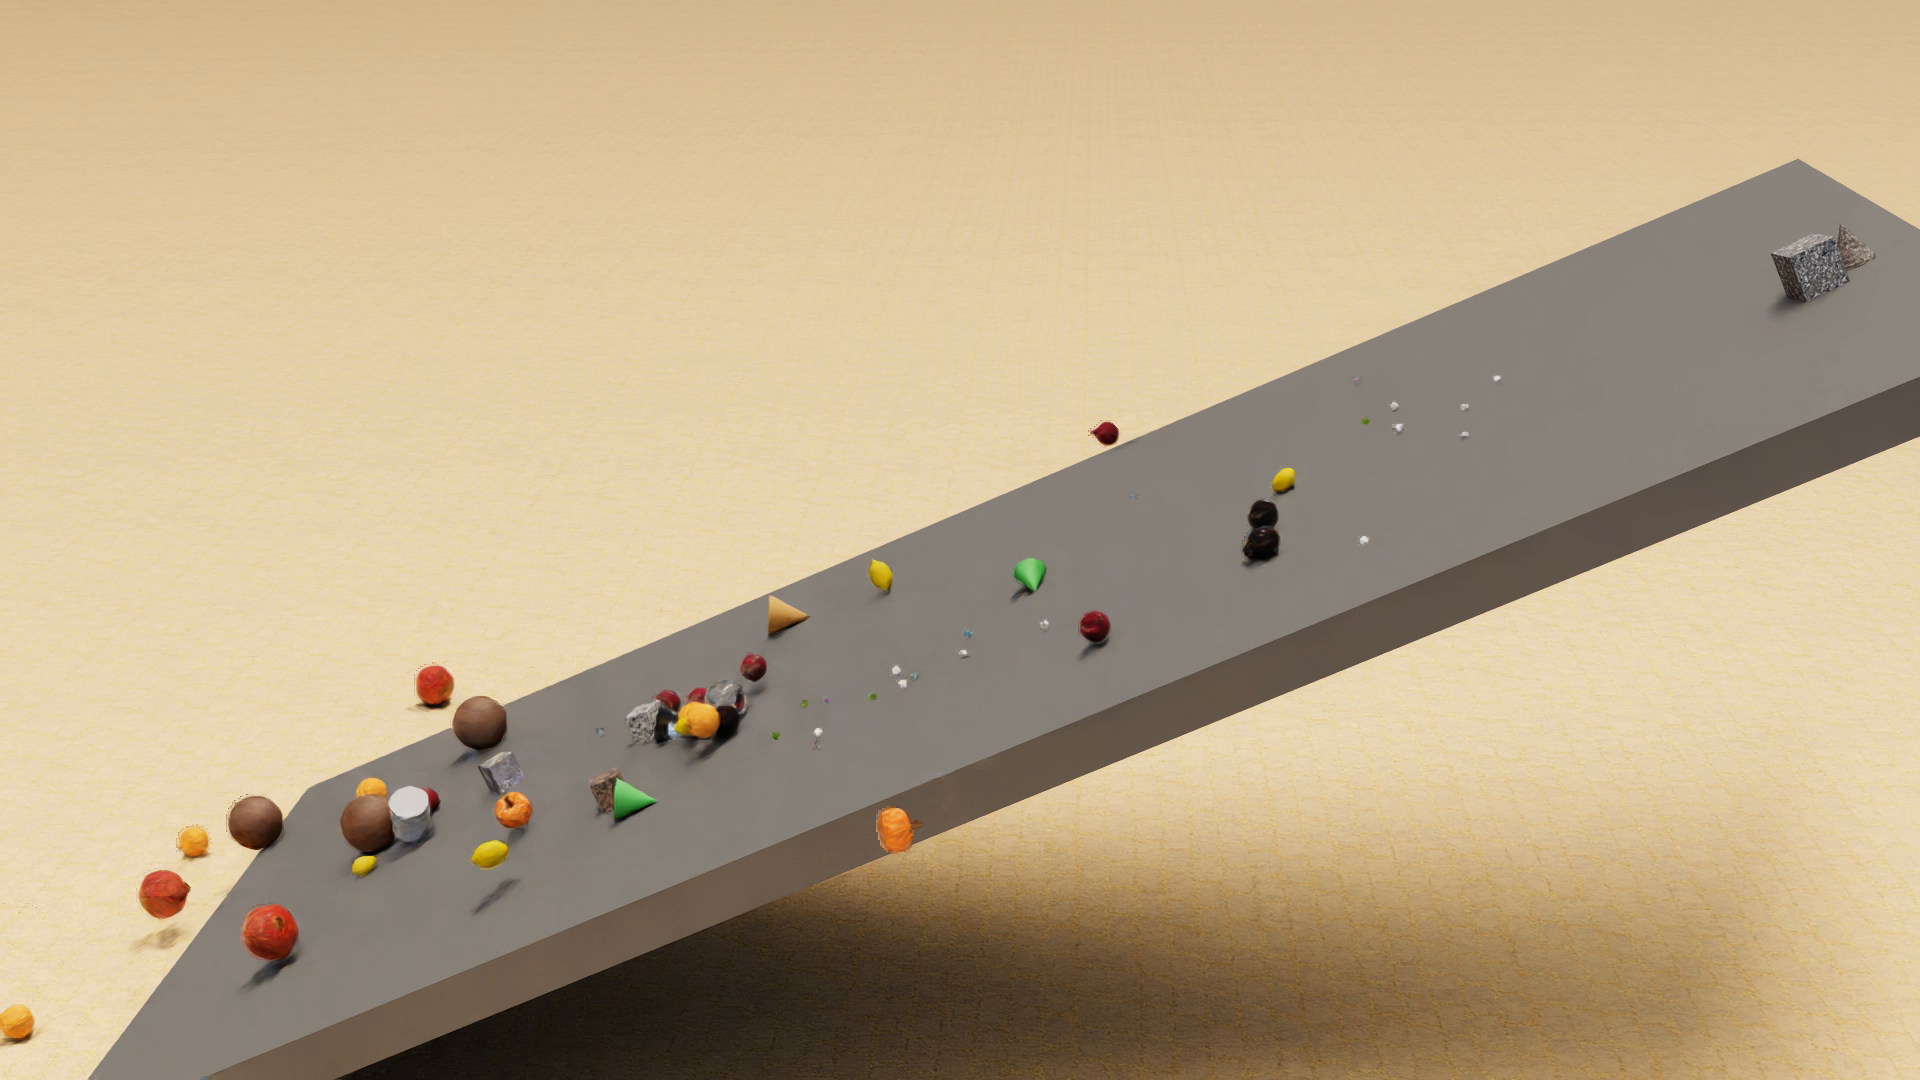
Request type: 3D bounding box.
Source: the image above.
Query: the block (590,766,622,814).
[{"bbox_3d":[-0.724,0.518,6.096,0.064,0.064,0.064,-26,13,-4],"label":"block"}]

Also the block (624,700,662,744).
[{"bbox_3d":[-0.690,0.402,6.501,0.064,0.064,0.064,-19,14,23],"label":"block"}]

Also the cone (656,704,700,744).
[{"bbox_3d":[-0.607,0.405,6.390,0.089,0.089,0.089,6,16,10],"label":"cone"}]

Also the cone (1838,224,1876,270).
[{"bbox_3d":[1.777,-0.595,5.889,0.088,0.088,0.088,-23,13,6],"label":"cone"}]

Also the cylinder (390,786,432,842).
[{"bbox_3d":[-1.214,0.606,6.497,0.087,0.087,0.087,2,46,-2],"label":"cylinder"}]

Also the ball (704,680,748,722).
[{"bbox_3d":[-0.503,0.346,6.317,0.092,0.092,0.092,0,15,0],"label":"ball"}]

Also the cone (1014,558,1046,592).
[{"bbox_3d":[0.154,0.089,6.271,0.070,0.070,0.070,-2,40,-8],"label":"cone"}]

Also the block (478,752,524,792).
[{"bbox_3d":[-1.036,0.525,6.645,0.065,0.065,0.065,-32,15,-29],"label":"block"}]

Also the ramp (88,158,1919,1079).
[{"bbox_3d":[0.132,0.170,6.284,4.000,0.100,2.000,-23,13,8],"label":"ramp"}]

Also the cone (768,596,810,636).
[{"bbox_3d":[-0.399,0.179,6.906,0.099,0.099,0.099,2,15,-3],"label":"cone"}]

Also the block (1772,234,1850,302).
[{"bbox_3d":[1.683,-0.540,5.824,0.096,0.096,0.096,-25,13,-2],"label":"block"}]
